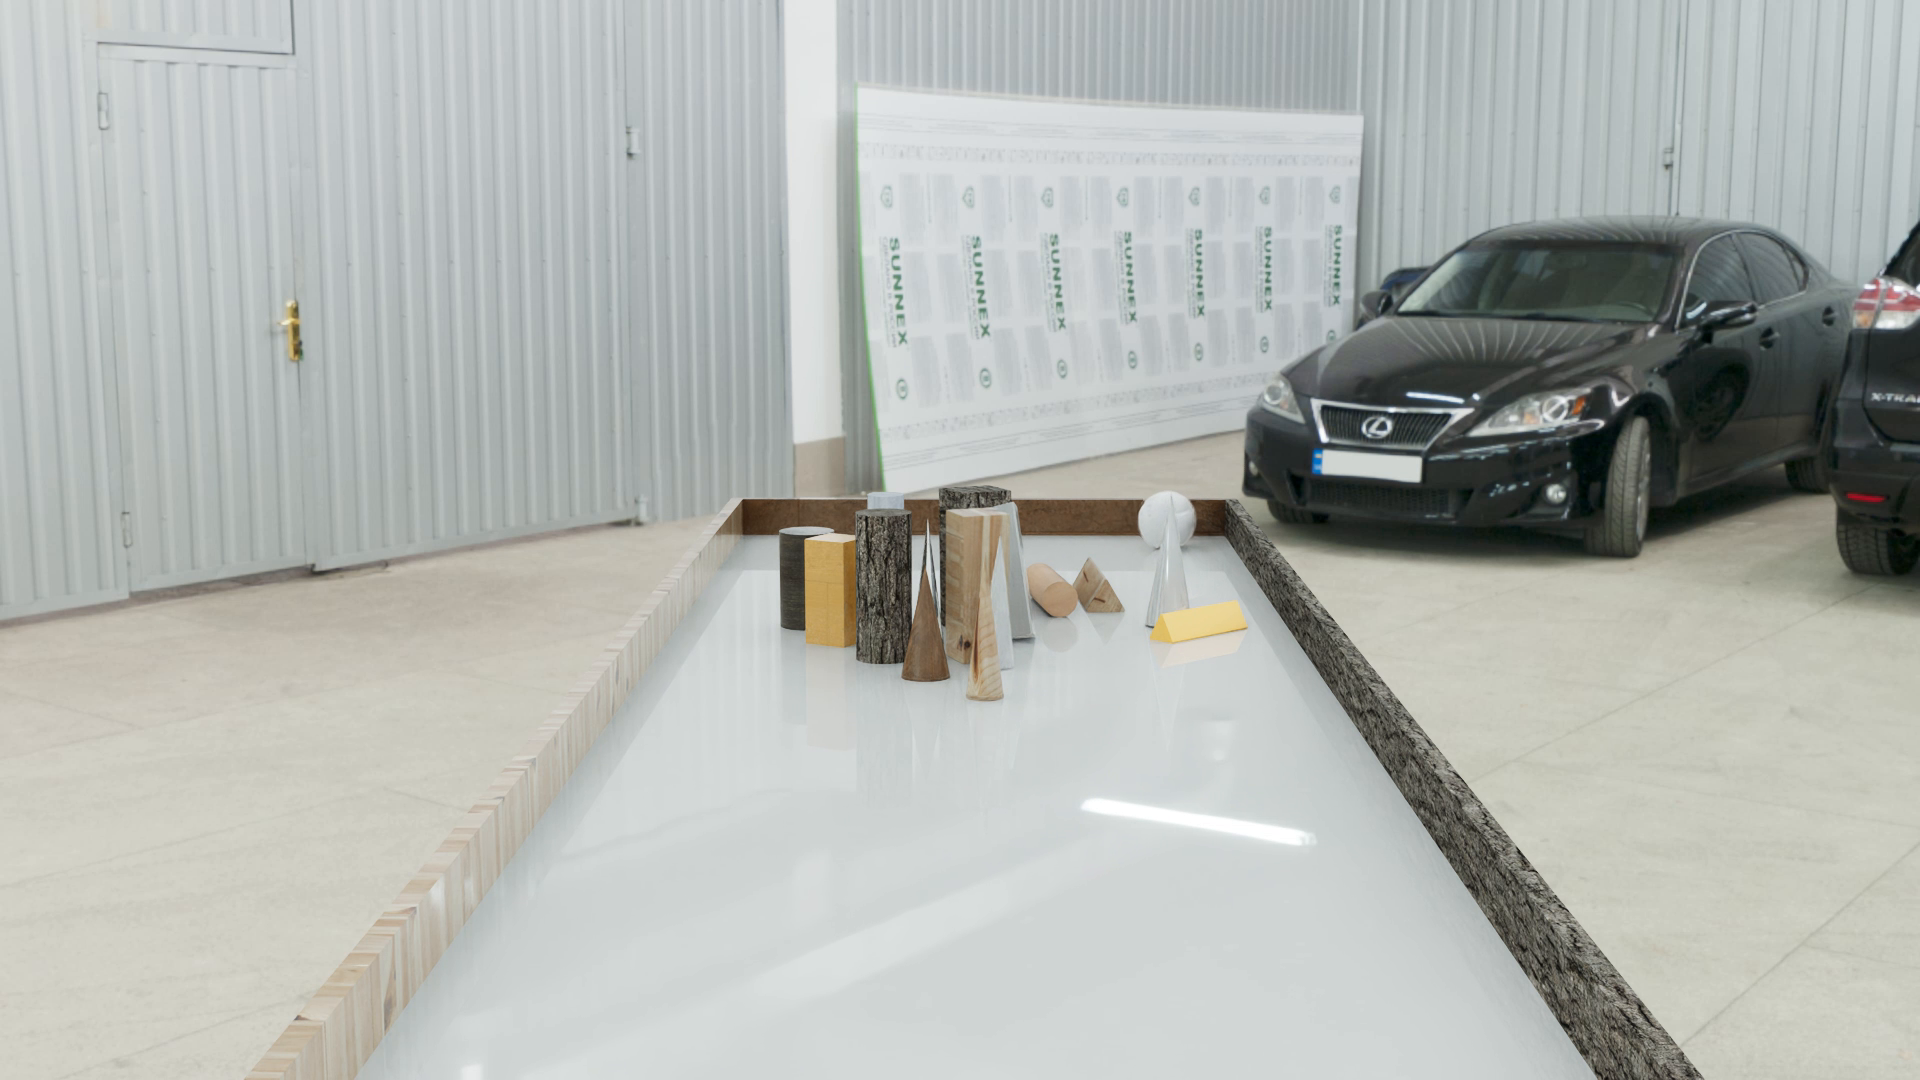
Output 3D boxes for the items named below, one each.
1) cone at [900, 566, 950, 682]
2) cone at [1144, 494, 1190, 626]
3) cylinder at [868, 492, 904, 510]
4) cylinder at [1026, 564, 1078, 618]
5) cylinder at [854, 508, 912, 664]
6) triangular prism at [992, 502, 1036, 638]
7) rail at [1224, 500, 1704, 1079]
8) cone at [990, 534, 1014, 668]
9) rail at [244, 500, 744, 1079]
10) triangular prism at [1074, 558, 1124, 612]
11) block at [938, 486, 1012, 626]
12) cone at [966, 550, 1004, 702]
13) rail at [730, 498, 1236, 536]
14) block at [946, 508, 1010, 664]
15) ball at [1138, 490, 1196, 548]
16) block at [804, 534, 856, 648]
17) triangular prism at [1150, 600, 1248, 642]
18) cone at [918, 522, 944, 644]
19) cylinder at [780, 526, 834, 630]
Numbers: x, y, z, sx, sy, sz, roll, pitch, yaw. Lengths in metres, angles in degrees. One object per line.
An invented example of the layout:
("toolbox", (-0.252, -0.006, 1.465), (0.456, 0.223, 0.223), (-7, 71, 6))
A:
("cone", (-0.101, 0.237, 6.447), (0.147, 0.334, 0.147), (0, 9, 0))
("cone", (0.689, 0.060, 7.214), (0.158, 0.436, 0.158), (1, 6, 0))
("cylinder", (-0.241, 0.069, 7.165), (0.119, 0.441, 0.119), (0, 9, 0))
("cylinder", (0.307, 0.170, 7.551), (0.121, 0.121, 0.380), (-1, 9, -9))
("cylinder", (-0.232, 0.139, 6.691), (0.172, 0.451, 0.172), (0, 9, 0))
("triangular prism", (0.180, 0.100, 7.034), (0.126, 0.423, 0.109), (-14, -10, 35))
("rail", (1.046, 0.843, 3.208), (0.050, 0.150, 12.000), (0, 9, 1))
("cone", (0.114, 0.175, 6.588), (0.117, 0.405, 0.117), (2, 7, 0))
("rail", (-1.004, 0.839, 3.234), (0.050, 0.150, 12.000), (0, 9, 1))
("triangular prism", (0.480, 0.152, 7.676), (0.128, 0.111, 0.457), (-1, 9, -4))
("block", (0.050, 0.060, 7.172), (0.179, 0.453, 0.179), (-4, 8, -23))
("cone", (0.070, 0.236, 6.178), (0.109, 0.421, 0.109), (0, 9, 0))
("rail", (0.099, -0.098, 9.147), (2.100, 0.150, 0.050), (0, 9, 1))
("block", (0.053, 0.138, 6.695), (0.148, 0.451, 0.148), (-4, 10, -21))
("ball", (0.827, -0.079, 8.768), (0.232, 0.232, 0.232), (0, 9, 0))
("block", (-0.389, 0.158, 6.952), (0.144, 0.333, 0.144), (5, 10, 30))
("triangular prism", (0.772, 0.258, 7.094), (0.361, 0.085, 0.098), (-8, 12, -41))
("cone", (-0.101, 0.127, 6.925), (0.102, 0.402, 0.102), (0, 9, 0))
("cylinder", (-0.502, 0.125, 7.213), (0.180, 0.315, 0.180), (0, 9, 0))
